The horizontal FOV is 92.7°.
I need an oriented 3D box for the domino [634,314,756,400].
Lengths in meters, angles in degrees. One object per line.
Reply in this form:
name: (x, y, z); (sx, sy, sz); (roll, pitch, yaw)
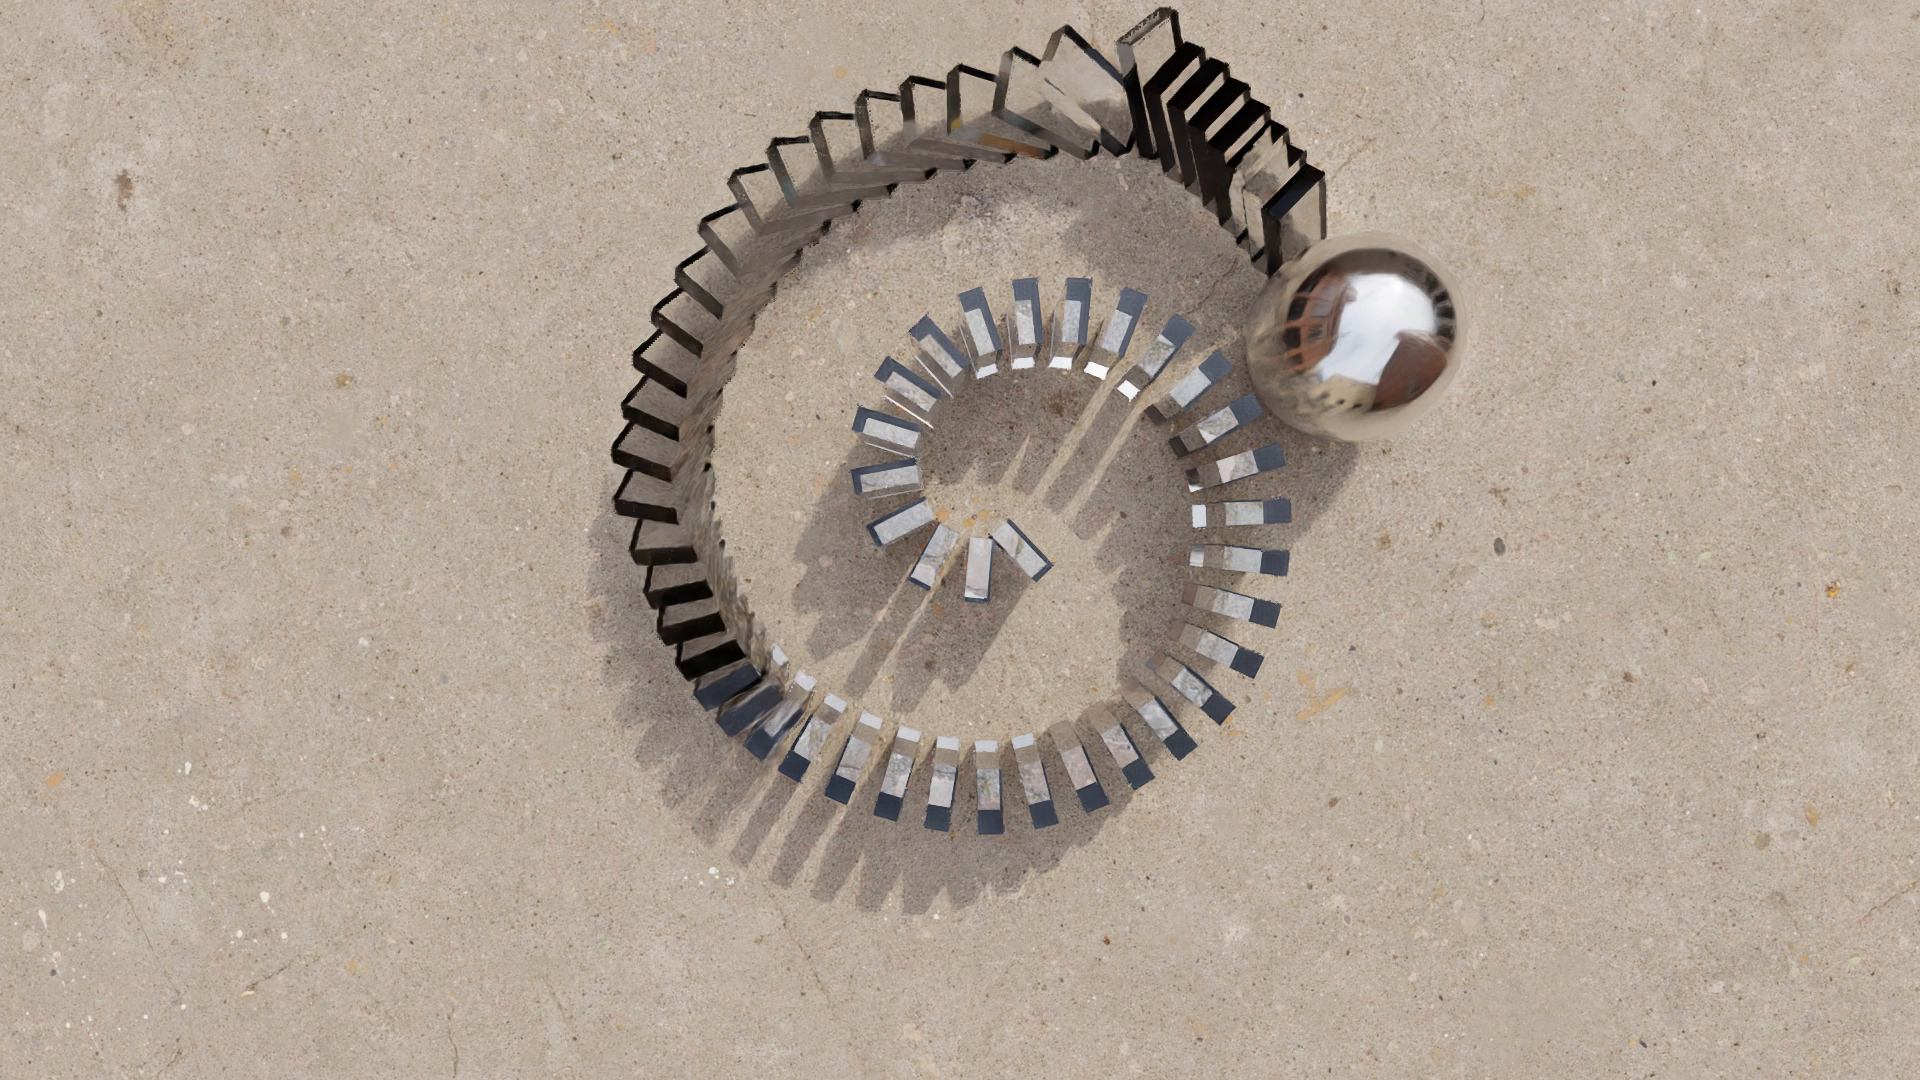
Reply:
domino: (-0.110, -0.083, 0.382); (0.025, 0.009, 0.050); (31, 54, 0)

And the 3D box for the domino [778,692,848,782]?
domino: (-0.059, 0.080, 0.375); (0.009, 0.050, 0.025); (30, 90, 0)

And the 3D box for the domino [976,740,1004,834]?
domino: (0.012, 0.100, 0.375); (0.010, 0.050, 0.025); (-1, 90, 0)

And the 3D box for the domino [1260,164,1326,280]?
domino: (0.138, -0.126, 0.376); (0.025, 0.050, 0.009); (-45, 60, 0)

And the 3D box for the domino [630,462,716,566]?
domino: (-0.118, -0.011, 0.379); (0.025, 0.009, 0.050); (-4, 45, 0)

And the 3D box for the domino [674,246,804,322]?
domino: (-0.092, -0.115, 0.382); (0.025, 0.010, 0.050); (40, 56, 0)

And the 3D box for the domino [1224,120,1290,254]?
domino: (0.124, -0.143, 0.376); (0.025, 0.050, 0.010); (-45, 60, 0)

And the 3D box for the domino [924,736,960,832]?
domino: (-0.007, 0.099, 0.375); (0.010, 0.050, 0.025); (9, 90, 0)

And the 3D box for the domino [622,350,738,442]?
domino: (-0.116, -0.065, 0.381); (0.025, 0.010, 0.050); (23, 52, 0)

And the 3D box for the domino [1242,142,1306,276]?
domino: (0.130, -0.134, 0.376); (0.025, 0.050, 0.009); (-45, 60, 0)

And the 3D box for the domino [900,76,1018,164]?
domino: (0.000, -0.175, 0.382); (0.050, 0.009, 0.025); (-6, 90, -33)

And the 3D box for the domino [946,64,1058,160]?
domino: (0.018, -0.178, 0.382); (0.050, 0.010, 0.025); (-1, 90, -33)

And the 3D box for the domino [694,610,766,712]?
domino: (-0.093, 0.048, 0.375); (0.025, 0.050, 0.010); (-29, 112, 0)

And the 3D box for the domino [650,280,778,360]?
domino: (-0.102, -0.099, 0.382); (0.025, 0.009, 0.050); (36, 55, 0)

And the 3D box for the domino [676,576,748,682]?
domino: (-0.101, 0.035, 0.376); (0.025, 0.050, 0.009); (-23, 119, 0)

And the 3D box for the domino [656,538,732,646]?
domino: (-0.108, 0.021, 0.377); (0.025, 0.050, 0.010); (-15, 126, 0)

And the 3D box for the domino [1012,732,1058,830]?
domino: (0.030, 0.097, 0.375); (0.009, 0.050, 0.025); (-14, 90, 0)

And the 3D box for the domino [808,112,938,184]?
domino: (-0.036, -0.163, 0.382); (0.050, 0.009, 0.025); (-16, 89, -33)

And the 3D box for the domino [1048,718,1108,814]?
domino: (0.048, 0.091, 0.375); (0.010, 0.050, 0.025); (-24, 90, 0)

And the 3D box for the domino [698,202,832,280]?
domino: (-0.081, -0.130, 0.382); (0.025, 0.010, 0.050); (50, 56, 0)

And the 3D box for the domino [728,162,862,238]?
domino: (-0.068, -0.145, 0.382); (0.050, 0.010, 0.025); (-28, 89, -34)

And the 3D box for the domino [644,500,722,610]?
domino: (-0.114, 0.005, 0.378); (0.025, 0.050, 0.009); (-11, 131, 0)

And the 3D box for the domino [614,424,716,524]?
domino: (-0.121, -0.030, 0.380); (0.025, 0.010, 0.050); (9, 48, 0)

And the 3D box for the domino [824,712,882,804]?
domino: (-0.043, 0.088, 0.375); (0.009, 0.050, 0.025); (23, 90, 0)

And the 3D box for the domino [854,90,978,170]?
domino: (-0.018, -0.170, 0.382); (0.050, 0.009, 0.025); (-10, 90, -33)

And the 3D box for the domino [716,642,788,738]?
domino: (-0.084, 0.060, 0.375); (0.025, 0.050, 0.010); (-36, 104, 0)

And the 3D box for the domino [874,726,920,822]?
domino: (-0.025, 0.094, 0.375); (0.009, 0.050, 0.025); (17, 90, 0)

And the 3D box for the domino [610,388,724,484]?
domino: (-0.120, -0.048, 0.380); (0.025, 0.010, 0.050); (19, 51, 0)

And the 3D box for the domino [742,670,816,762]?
domino: (-0.073, 0.070, 0.375); (0.009, 0.050, 0.025); (42, 90, -6)

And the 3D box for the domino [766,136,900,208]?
domino: (-0.053, -0.155, 0.382); (0.050, 0.009, 0.025); (-22, 89, -34)
